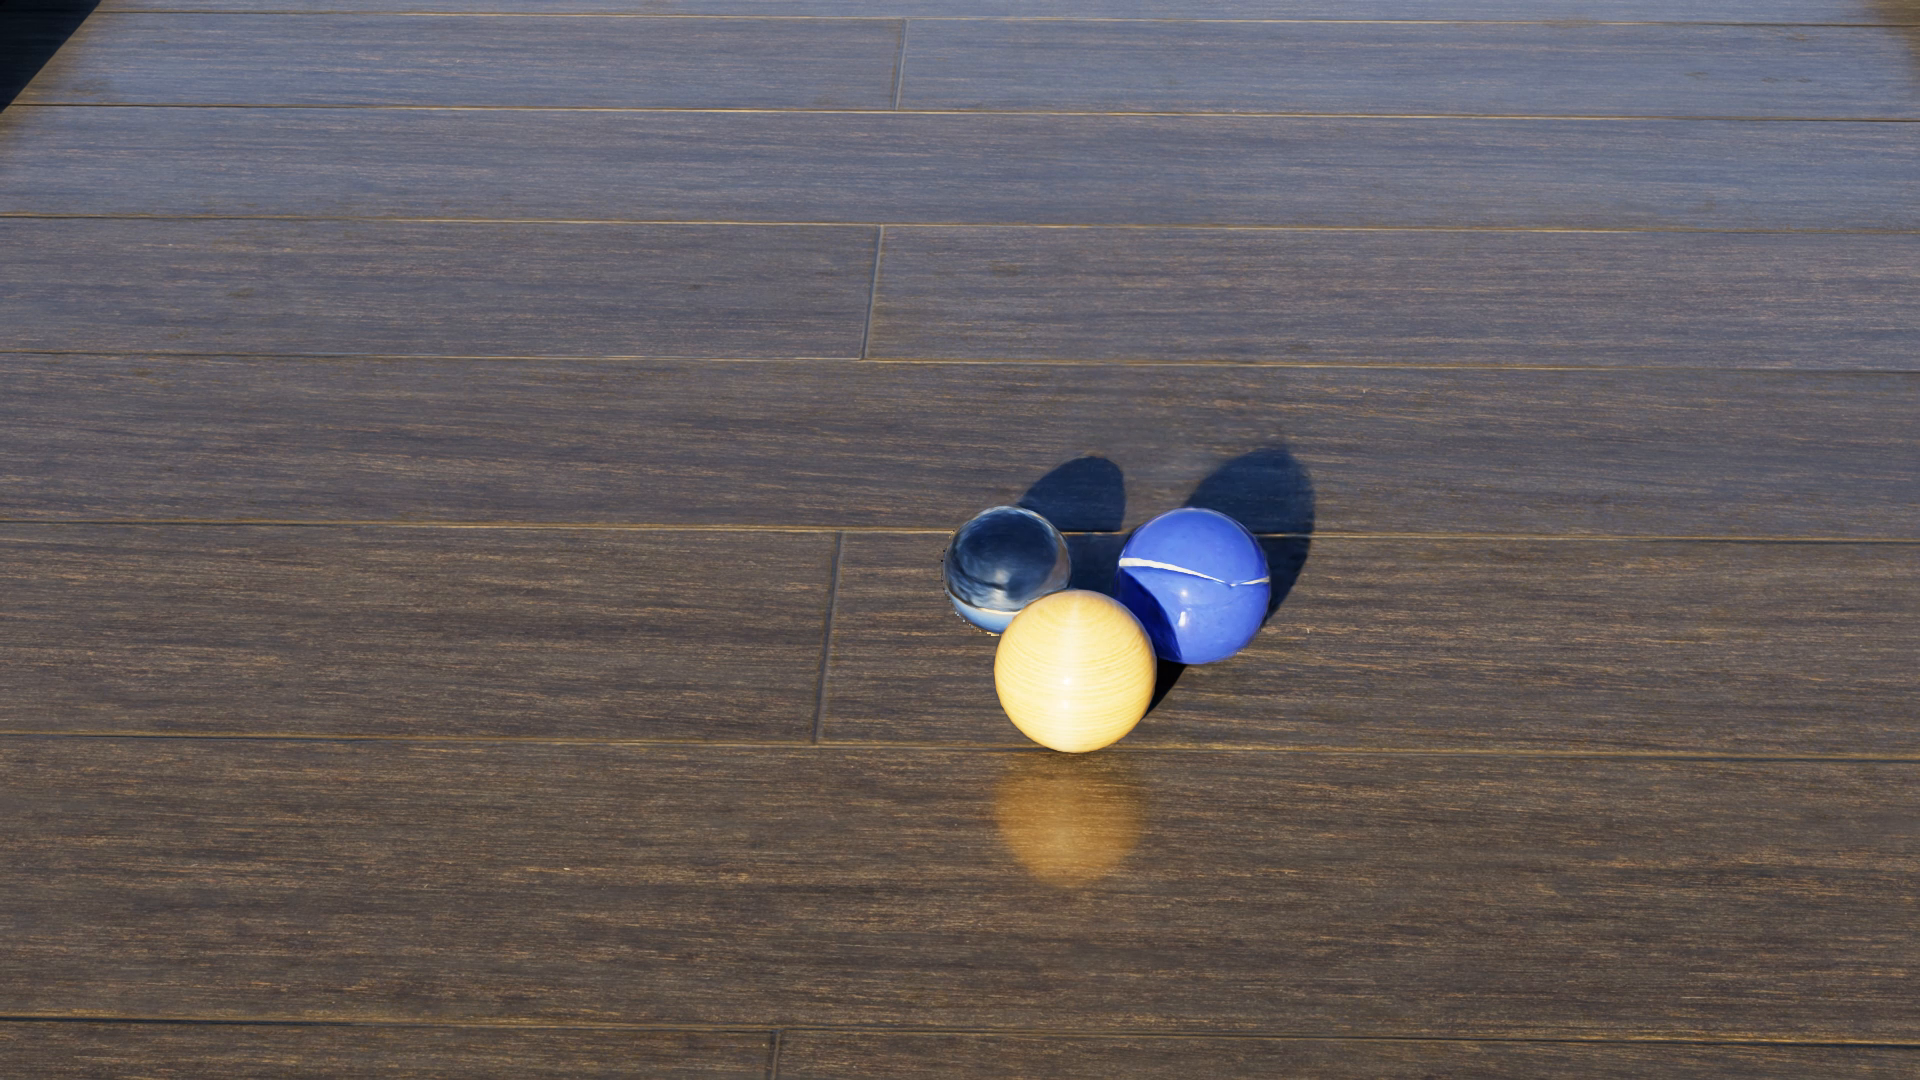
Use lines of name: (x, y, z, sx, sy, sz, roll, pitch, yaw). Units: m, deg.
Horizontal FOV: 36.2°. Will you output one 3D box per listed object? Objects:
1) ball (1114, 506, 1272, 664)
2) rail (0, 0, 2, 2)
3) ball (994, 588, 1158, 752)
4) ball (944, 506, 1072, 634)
ball: (0.133, 0.026, 1.679, 0.090, 0.090, 0.090, 0, 28, 0)
rail: (-0.879, -0.437, 2.504, 0.045, 0.117, 3.449, 1, 28, 1)
ball: (0.063, 0.071, 1.597, 0.089, 0.089, 0.089, 0, 28, 0)
ball: (0.028, 0.018, 1.710, 0.075, 0.075, 0.075, 0, 28, 0)
